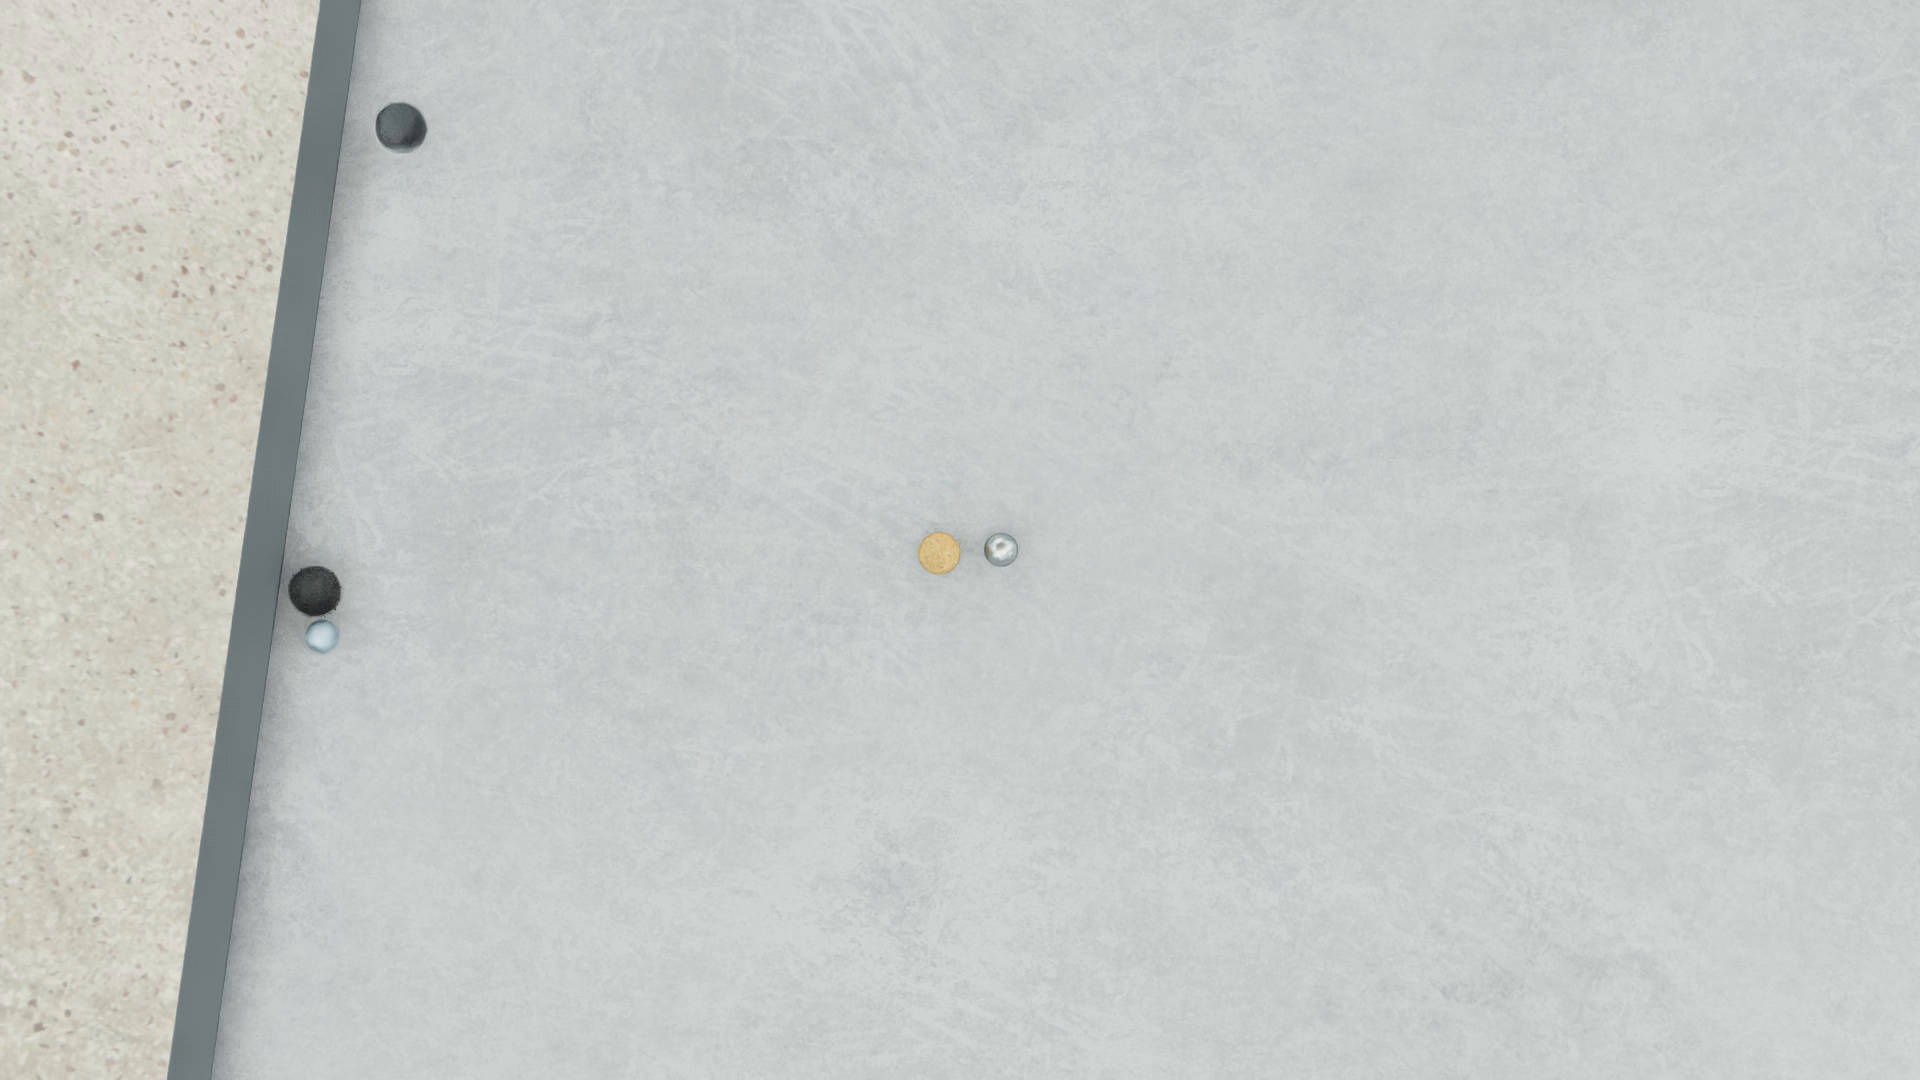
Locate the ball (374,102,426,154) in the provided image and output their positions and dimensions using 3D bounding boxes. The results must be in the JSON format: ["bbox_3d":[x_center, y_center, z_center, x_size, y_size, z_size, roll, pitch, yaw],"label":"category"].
[{"bbox_3d":[-0.853,-0.628,3.354,0.077,0.077,0.077,0,82,0],"label":"ball"}]

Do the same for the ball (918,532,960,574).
[{"bbox_3d":[-0.031,0.020,3.267,0.064,0.064,0.064,0,82,0],"label":"ball"}]

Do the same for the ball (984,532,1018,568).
[{"bbox_3d":[0.061,0.015,3.274,0.052,0.052,0.052,0,82,0],"label":"ball"}]

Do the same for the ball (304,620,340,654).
[{"bbox_3d":[-0.945,0.143,3.256,0.050,0.050,0.050,0,82,0],"label":"ball"}]

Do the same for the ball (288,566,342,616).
[{"bbox_3d":[-0.954,0.075,3.254,0.075,0.075,0.075,0,82,0],"label":"ball"}]

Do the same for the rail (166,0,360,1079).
[{"bbox_3d":[-1.010,-0.097,3.265,0.045,0.100,2.166,5,82,1],"label":"rail"}]
